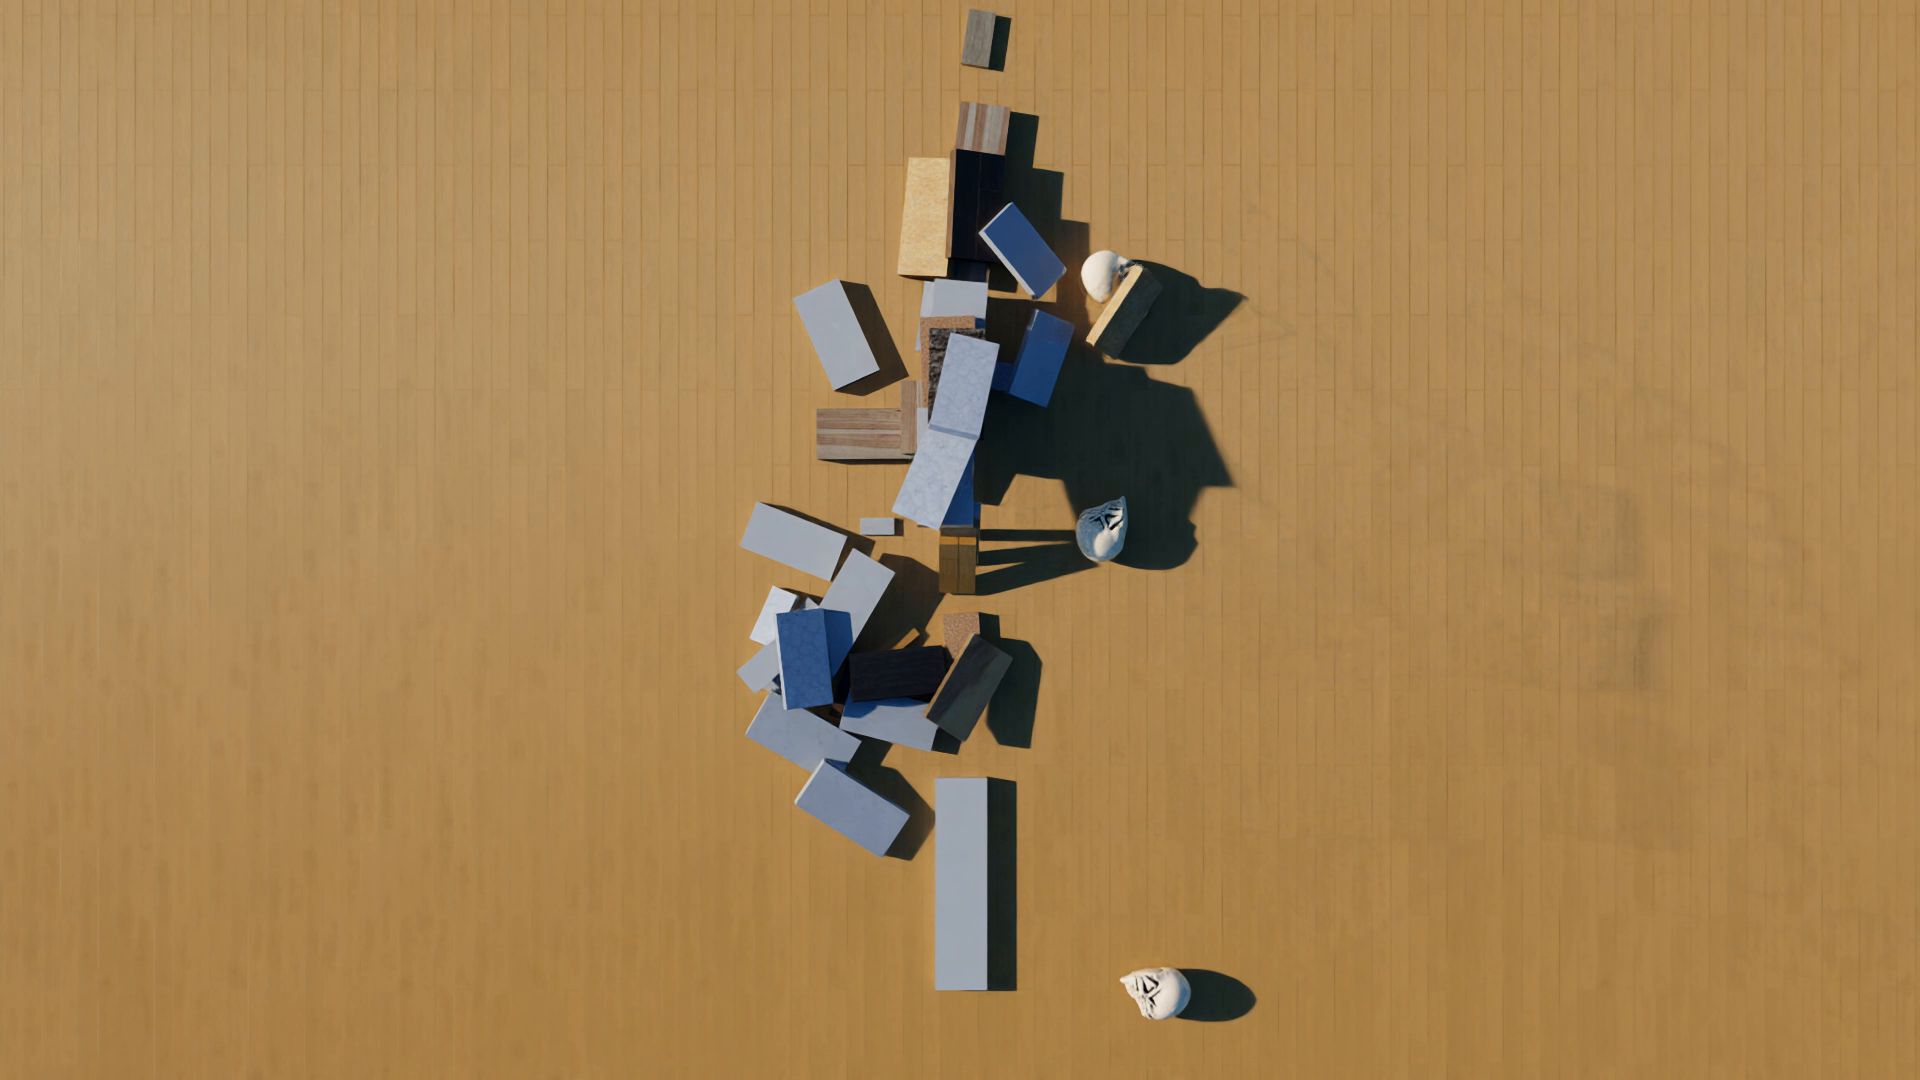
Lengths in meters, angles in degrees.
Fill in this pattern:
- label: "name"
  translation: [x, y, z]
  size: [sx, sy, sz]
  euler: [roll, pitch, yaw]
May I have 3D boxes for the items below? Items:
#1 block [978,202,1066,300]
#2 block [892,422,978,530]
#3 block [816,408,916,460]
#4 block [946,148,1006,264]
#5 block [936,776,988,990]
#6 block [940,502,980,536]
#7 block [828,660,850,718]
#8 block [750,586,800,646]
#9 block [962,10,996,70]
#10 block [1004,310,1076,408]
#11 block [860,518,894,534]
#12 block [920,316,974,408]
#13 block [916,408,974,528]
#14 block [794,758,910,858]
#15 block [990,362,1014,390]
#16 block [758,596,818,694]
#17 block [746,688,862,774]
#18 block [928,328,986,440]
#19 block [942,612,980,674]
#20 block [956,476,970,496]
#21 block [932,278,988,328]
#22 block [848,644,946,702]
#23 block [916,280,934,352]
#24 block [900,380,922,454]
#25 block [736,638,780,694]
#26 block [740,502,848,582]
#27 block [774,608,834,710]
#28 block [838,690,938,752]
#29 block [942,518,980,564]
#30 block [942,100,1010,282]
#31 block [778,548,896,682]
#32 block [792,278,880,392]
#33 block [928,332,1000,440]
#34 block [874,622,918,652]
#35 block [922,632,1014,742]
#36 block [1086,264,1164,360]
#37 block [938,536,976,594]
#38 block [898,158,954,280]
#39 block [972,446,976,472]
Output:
- label: "block"
  translation: [0.208, -0.948, 5.419]
  size: [0.145, 0.041, 0.291]
  euler: [-47, 108, -15]
- label: "block"
  translation: [-0.078, -0.205, 5.159]
  size: [0.159, 0.045, 0.319]
  euler: [23, 90, 0]
- label: "block"
  translation: [-0.308, -0.352, 5.476]
  size: [0.333, 0.047, 0.167]
  euler: [0, 90, 0]
- label: "block"
  translation: [0.050, -1.089, 5.395]
  size: [0.175, 0.050, 0.350]
  euler: [3, 91, -23]
- label: "block"
  translation: [0.004, 1.138, 5.476]
  size: [0.171, 0.049, 0.699]
  euler: [0, 90, 0]
- label: "block"
  translation: [0.001, -0.061, 5.370]
  size: [0.131, 0.262, 0.037]
  euler: [0, 71, 0]
- label: "block"
  translation: [-0.360, 0.506, 5.486]
  size: [0.095, 0.027, 0.191]
  euler: [18, 90, 0]
- label: "block"
  translation: [-0.613, 0.257, 5.456]
  size: [0.095, 0.027, 0.191]
  euler: [20, 81, 22]
- label: "block"
  translation: [0.062, -1.667, 5.487]
  size: [0.091, 0.026, 0.182]
  euler: [8, 90, 0]
- label: "block"
  translation: [0.265, -0.599, 5.453]
  size: [0.145, 0.041, 0.291]
  euler: [19, 90, -22]
- label: "block"
  translation: [-0.274, -0.046, 5.492]
  size: [0.112, 0.016, 0.056]
  euler: [0, 90, 0]
- label: "block"
  translation: [-0.035, -0.541, 5.320]
  size: [0.177, 0.050, 0.354]
  euler: [-2, 91, 0]
- label: "block"
  translation: [-0.047, -0.230, 5.240]
  size: [0.177, 0.050, 0.379]
  euler: [0, 80, 0]
- label: "block"
  translation: [-0.355, 0.886, 5.444]
  size: [0.343, 0.049, 0.171]
  euler: [34, 90, -11]
- label: "block"
  translation: [0.121, -0.544, 5.470]
  size: [0.182, 0.026, 0.091]
  euler: [5, 90, -11]
- label: "block"
  translation: [-0.551, 0.361, 5.477]
  size: [0.160, 0.045, 0.320]
  euler: [42, 90, 0]
- label: "block"
  translation: [-0.517, 0.651, 5.450]
  size: [0.343, 0.049, 0.171]
  euler: [31, 90, -9]
- label: "block"
  translation: [-0.011, -0.495, 5.236]
  size: [0.177, 0.050, 0.354]
  euler: [1, 80, 0]
- label: "block"
  translation: [0.010, 0.363, 5.483]
  size: [0.120, 0.034, 0.239]
  euler: [-4, 90, 0]
- label: "block"
  translation: [-0.030, -0.195, 5.200]
  size: [0.112, 0.016, 0.056]
  euler: [36, 82, 6]
- label: "block"
  translation: [-0.010, -0.665, 5.367]
  size: [0.175, 0.050, 0.350]
  euler: [5, 91, 0]
- label: "block"
  translation: [-0.206, 0.440, 5.431]
  size: [0.312, 0.044, 0.156]
  euler: [-5, 79, -12]
- label: "block"
  translation: [-0.074, -0.727, 5.407]
  size: [0.114, 0.032, 0.228]
  euler: [8, 91, 0]
- label: "block"
  translation: [-0.150, -0.405, 5.440]
  size: [0.091, 0.026, 0.240]
  euler: [0, 90, 0]
- label: "block"
  translation: [-0.627, 0.405, 5.396]
  size: [0.191, 0.027, 0.095]
  euler: [-40, 90, 0]
- label: "block"
  translation: [-0.551, 0.005, 5.477]
  size: [0.320, 0.045, 0.160]
  euler: [21, 90, 0]
- label: "block"
  translation: [-0.510, 0.386, 5.363]
  size: [0.156, 0.044, 0.312]
  euler: [-6, 90, -19]
- label: "block"
  translation: [-0.229, 0.586, 5.461]
  size: [0.312, 0.044, 0.156]
  euler: [15, 90, -6]
- label: "block"
  translation: [0.002, 0.006, 5.388]
  size: [0.120, 0.239, 0.034]
  euler: [0, 60, 0]
- label: "block"
  translation: [0.048, -1.147, 5.476]
  size: [0.167, 0.047, 0.593]
  euler: [7, 90, 0]
- label: "block"
  translation: [-0.406, 0.279, 5.432]
  size: [0.160, 0.045, 0.494]
  euler: [31, 90, 0]
- label: "block"
  translation: [-0.410, -0.681, 5.476]
  size: [0.167, 0.047, 0.333]
  euler: [-24, 90, 0]
- label: "block"
  translation: [0.013, -0.480, 5.156]
  size: [0.159, 0.045, 0.319]
  euler: [13, 71, -3]
- label: "block"
  translation: [-0.243, 0.369, 5.475]
  size: [0.240, 0.016, 0.056]
  euler: [-40, 89, -8]
- label: "block"
  translation: [0.026, 0.484, 5.426]
  size: [0.159, 0.045, 0.319]
  euler: [33, 80, -14]
- label: "block"
  translation: [0.540, -0.746, 5.412]
  size: [0.041, 0.145, 0.291]
  euler: [39, 99, 36]
- label: "block"
  translation: [-0.009, 0.083, 5.400]
  size: [0.120, 0.239, 0.034]
  euler: [1, 47, 0]
- label: "block"
  translation: [-0.098, -1.062, 5.445]
  size: [0.175, 0.050, 0.389]
  euler: [6, 89, 20]
- label: "block"
  translation: [-0.018, -0.268, 5.446]
  size: [0.131, 0.037, 0.262]
  euler: [7, 101, 0]
